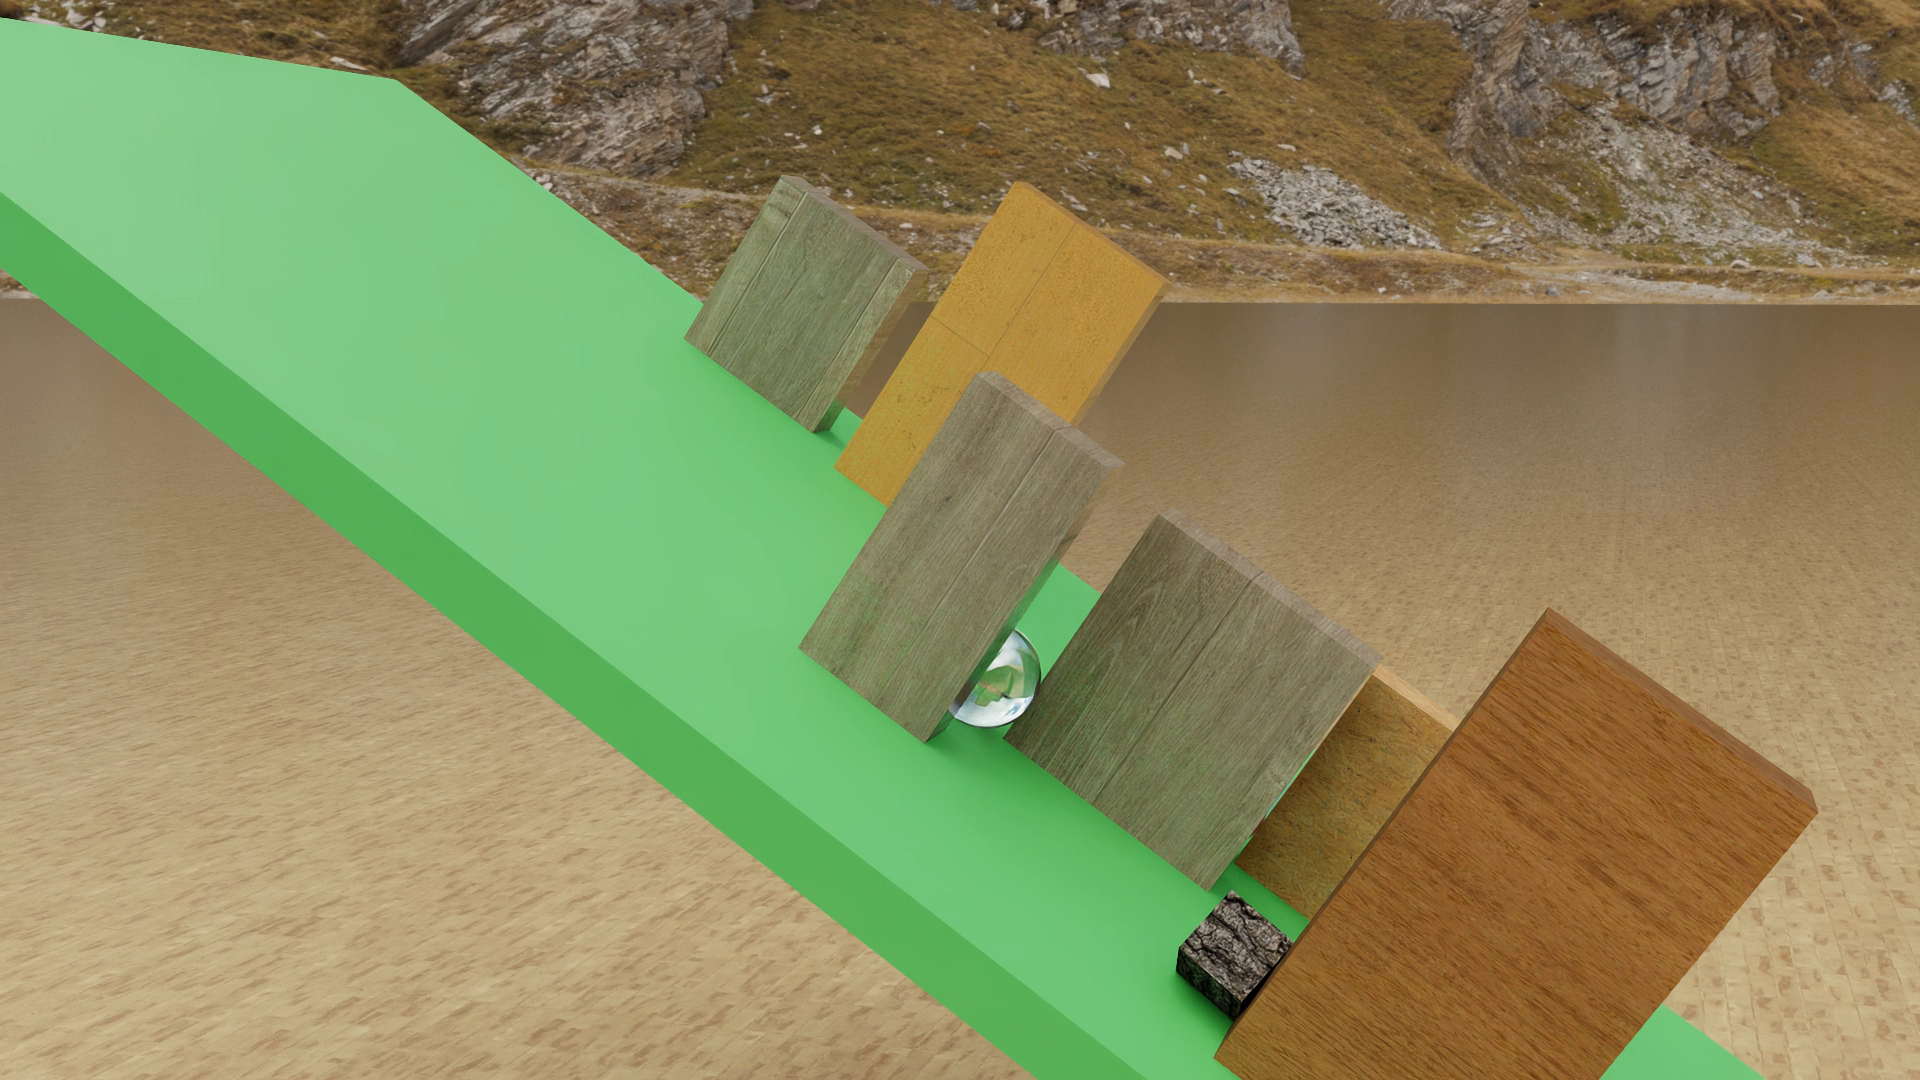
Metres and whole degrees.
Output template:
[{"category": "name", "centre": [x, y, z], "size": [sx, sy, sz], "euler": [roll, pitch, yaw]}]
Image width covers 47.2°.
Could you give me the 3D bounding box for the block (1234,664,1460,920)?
[{"category": "block", "centre": [0.757, 0.499, 3.912], "size": [0.340, 0.429, 0.117], "euler": [36, 15, 10]}]

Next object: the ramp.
[{"category": "ramp", "centre": [-0.113, 0.194, 4.093], "size": [4.000, 0.100, 2.000], "euler": [36, 15, 10]}]

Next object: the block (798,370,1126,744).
[{"category": "block", "centre": [0.000, 0.028, 3.591], "size": [0.265, 0.550, 0.116], "euler": [36, 15, 10]}]

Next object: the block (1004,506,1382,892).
[{"category": "block", "centre": [0.396, 0.270, 3.776], "size": [0.439, 0.484, 0.127], "euler": [36, 15, 10]}]

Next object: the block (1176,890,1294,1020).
[{"category": "block", "centre": [0.413, 0.628, 3.314], "size": [0.121, 0.121, 0.121], "euler": [39, -19, 20]}]

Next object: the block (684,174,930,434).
[{"category": "block", "centre": [-0.337, -0.516, 4.814], "size": [0.364, 0.426, 0.109], "euler": [36, 15, 10]}]

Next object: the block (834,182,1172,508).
[{"category": "block", "centre": [0.084, -0.339, 4.573], "size": [0.371, 0.715, 0.098], "euler": [36, 15, 10]}]

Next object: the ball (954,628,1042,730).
[{"category": "ball", "centre": [0.047, 0.230, 3.760], "size": [0.185, 0.185, 0.185], "euler": [0, 7, 0]}]

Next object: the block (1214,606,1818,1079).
[{"category": "block", "centre": [0.766, 0.545, 3.093], "size": [0.429, 0.794, 0.130], "euler": [36, 15, 10]}]

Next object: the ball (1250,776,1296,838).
[{"category": "ball", "centre": [0.587, 0.502, 4.109], "size": [0.141, 0.141, 0.141], "euler": [0, 7, 0]}]

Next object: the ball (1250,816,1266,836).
[{"category": "ball", "centre": [0.467, 0.464, 3.932], "size": [0.168, 0.168, 0.168], "euler": [0, 7, 0]}]
